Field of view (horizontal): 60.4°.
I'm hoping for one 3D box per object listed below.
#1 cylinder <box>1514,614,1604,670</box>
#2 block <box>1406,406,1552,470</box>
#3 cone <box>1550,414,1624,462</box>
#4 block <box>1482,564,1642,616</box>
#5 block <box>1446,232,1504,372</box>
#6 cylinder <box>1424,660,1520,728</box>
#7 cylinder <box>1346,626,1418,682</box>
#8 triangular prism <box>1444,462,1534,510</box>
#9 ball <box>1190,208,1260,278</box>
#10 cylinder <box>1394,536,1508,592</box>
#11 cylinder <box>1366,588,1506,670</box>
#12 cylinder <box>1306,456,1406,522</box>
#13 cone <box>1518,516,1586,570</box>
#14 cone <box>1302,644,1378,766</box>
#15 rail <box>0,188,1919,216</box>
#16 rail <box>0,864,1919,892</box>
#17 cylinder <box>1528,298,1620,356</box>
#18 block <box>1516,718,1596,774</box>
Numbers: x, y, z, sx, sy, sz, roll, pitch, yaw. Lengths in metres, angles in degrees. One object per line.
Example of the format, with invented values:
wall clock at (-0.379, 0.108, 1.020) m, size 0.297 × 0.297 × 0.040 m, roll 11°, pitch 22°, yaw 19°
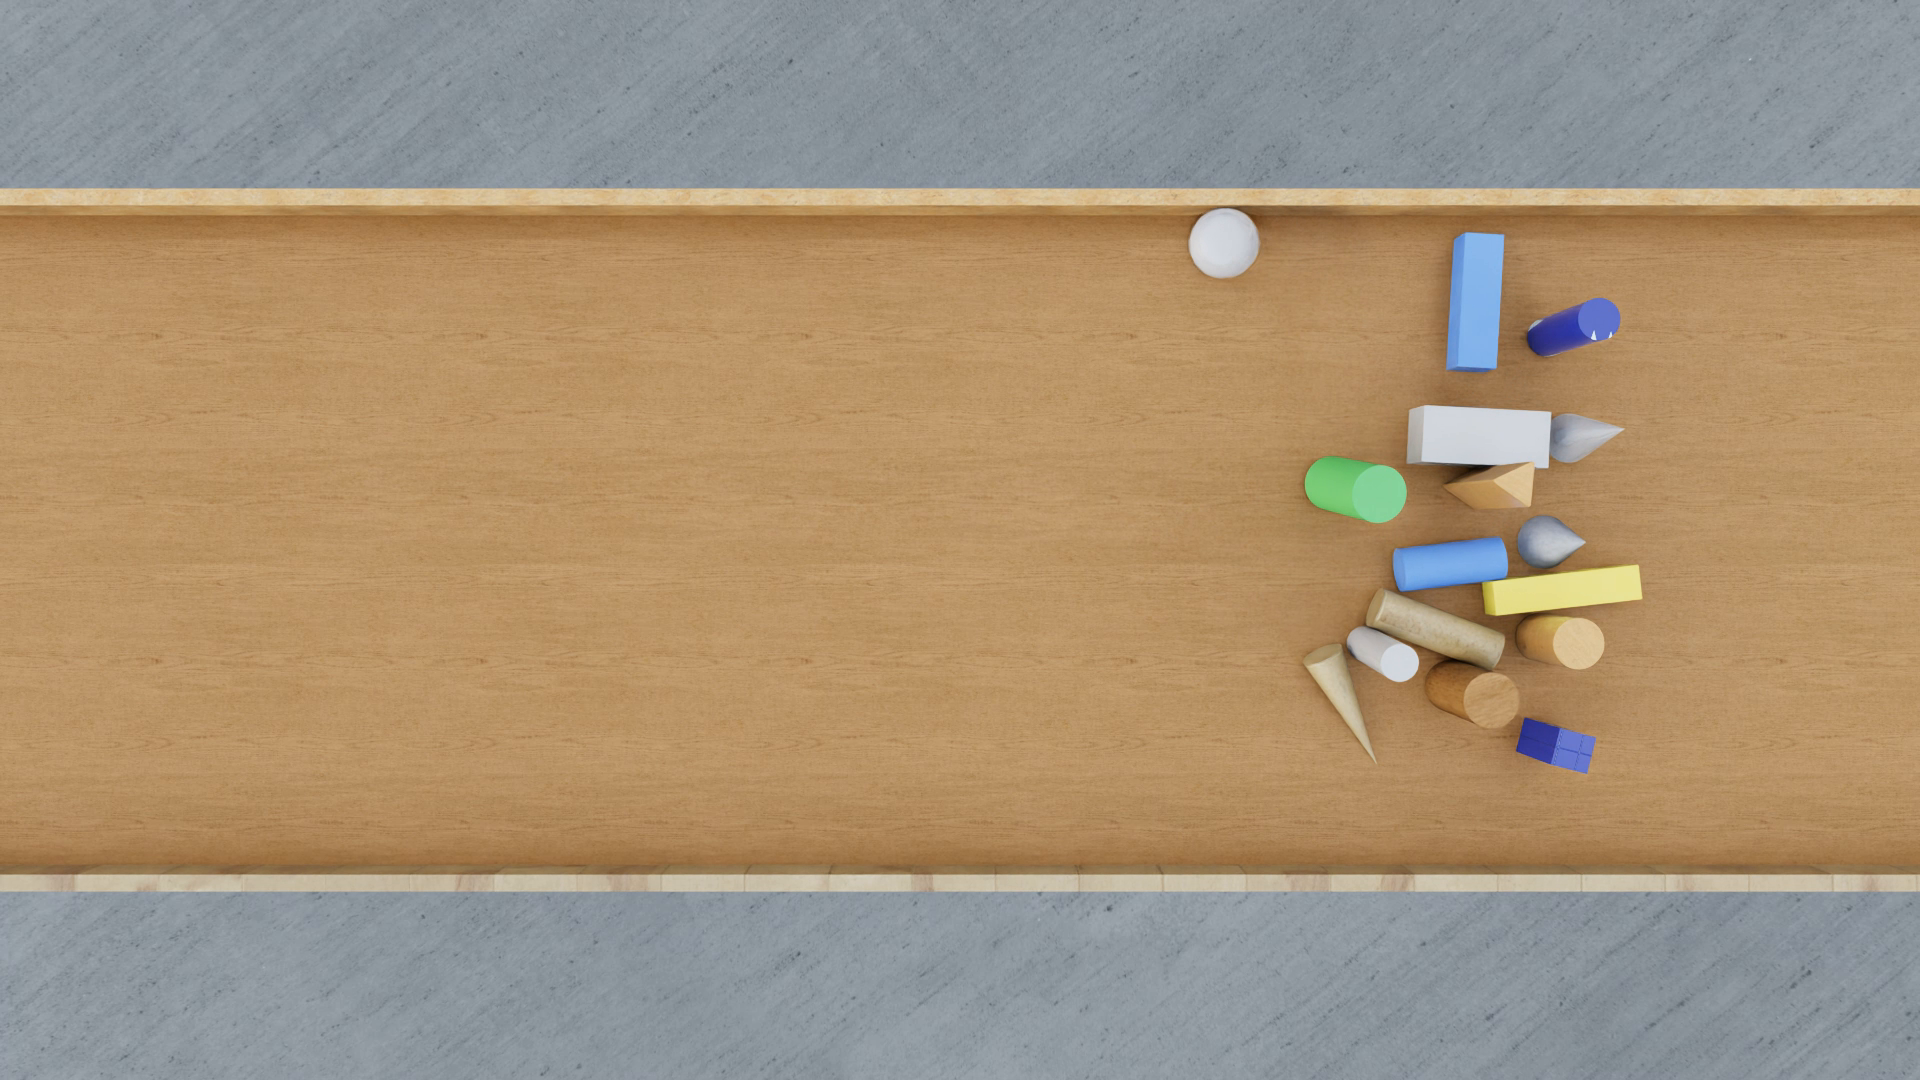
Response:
cylinder at (1.781, 0.299, 4.912) m, size 0.148 × 0.329 × 0.148 m, roll 0°, pitch 90°, yaw 0°
block at (1.567, -0.308, 4.993) m, size 0.378 × 0.167 × 0.167 m, roll 3°, pitch 90°, yaw 0°
cone at (1.874, -0.314, 4.862) m, size 0.153 × 0.430 × 0.153 m, roll 0°, pitch 90°, yaw 0°
block at (1.831, 0.152, 5.025) m, size 0.443 × 0.103 × 0.103 m, roll -6°, pitch 90°, yaw 0°
block at (1.567, -0.720, 5.018) m, size 0.117 × 0.117 × 0.403 m, roll 3°, pitch 90°, yaw 0°
cylinder at (1.510, 0.452, 4.879) m, size 0.160 × 0.391 × 0.160 m, roll 0°, pitch 91°, yaw 0°
cylinder at (1.243, 0.332, 4.868) m, size 0.108 × 0.411 × 0.108 m, roll 0°, pitch 94°, yaw 0°
triangular prism at (1.574, -0.175, 4.855) m, size 0.126 × 0.440 × 0.109 m, roll 35°, pitch 89°, yaw -2°
ball at (0.797, -0.894, 4.971) m, size 0.211 × 0.211 × 0.211 m, roll 0°, pitch 90°, yaw 0°
cylinder at (1.488, 0.073, 5.011) m, size 0.309 × 0.132 × 0.132 m, roll -7°, pitch 90°, yaw 0°
cylinder at (1.444, 0.272, 5.014) m, size 0.391 × 0.126 × 0.126 m, roll 21°, pitch 90°, yaw 0°
cylinder at (1.168, -0.153, 4.887) m, size 0.166 × 0.352 × 0.166 m, roll -1°, pitch 97°, yaw -10°
cone at (1.798, 0.007, 4.905) m, size 0.166 × 0.342 × 0.166 m, roll 0°, pitch 90°, yaw 0°
cone at (1.193, 0.521, 5.045) m, size 0.128 × 0.128 × 0.401 m, roll -28°, pitch 99°, yaw 0°
rail at (-2.247, -1.025, 5.002) m, size 12.000 × 0.150 × 0.050 m, roll 0°, pitch 90°, yaw 0°
rail at (-2.247, 1.025, 5.001) m, size 12.000 × 0.150 × 0.050 m, roll 0°, pitch 90°, yaw 0°
cylinder at (1.805, -0.624, 4.867) m, size 0.120 × 0.419 × 0.120 m, roll 0°, pitch 90°, yaw 0°
block at (1.777, 0.611, 4.926) m, size 0.108 × 0.300 × 0.108 m, roll 14°, pitch 90°, yaw 0°
